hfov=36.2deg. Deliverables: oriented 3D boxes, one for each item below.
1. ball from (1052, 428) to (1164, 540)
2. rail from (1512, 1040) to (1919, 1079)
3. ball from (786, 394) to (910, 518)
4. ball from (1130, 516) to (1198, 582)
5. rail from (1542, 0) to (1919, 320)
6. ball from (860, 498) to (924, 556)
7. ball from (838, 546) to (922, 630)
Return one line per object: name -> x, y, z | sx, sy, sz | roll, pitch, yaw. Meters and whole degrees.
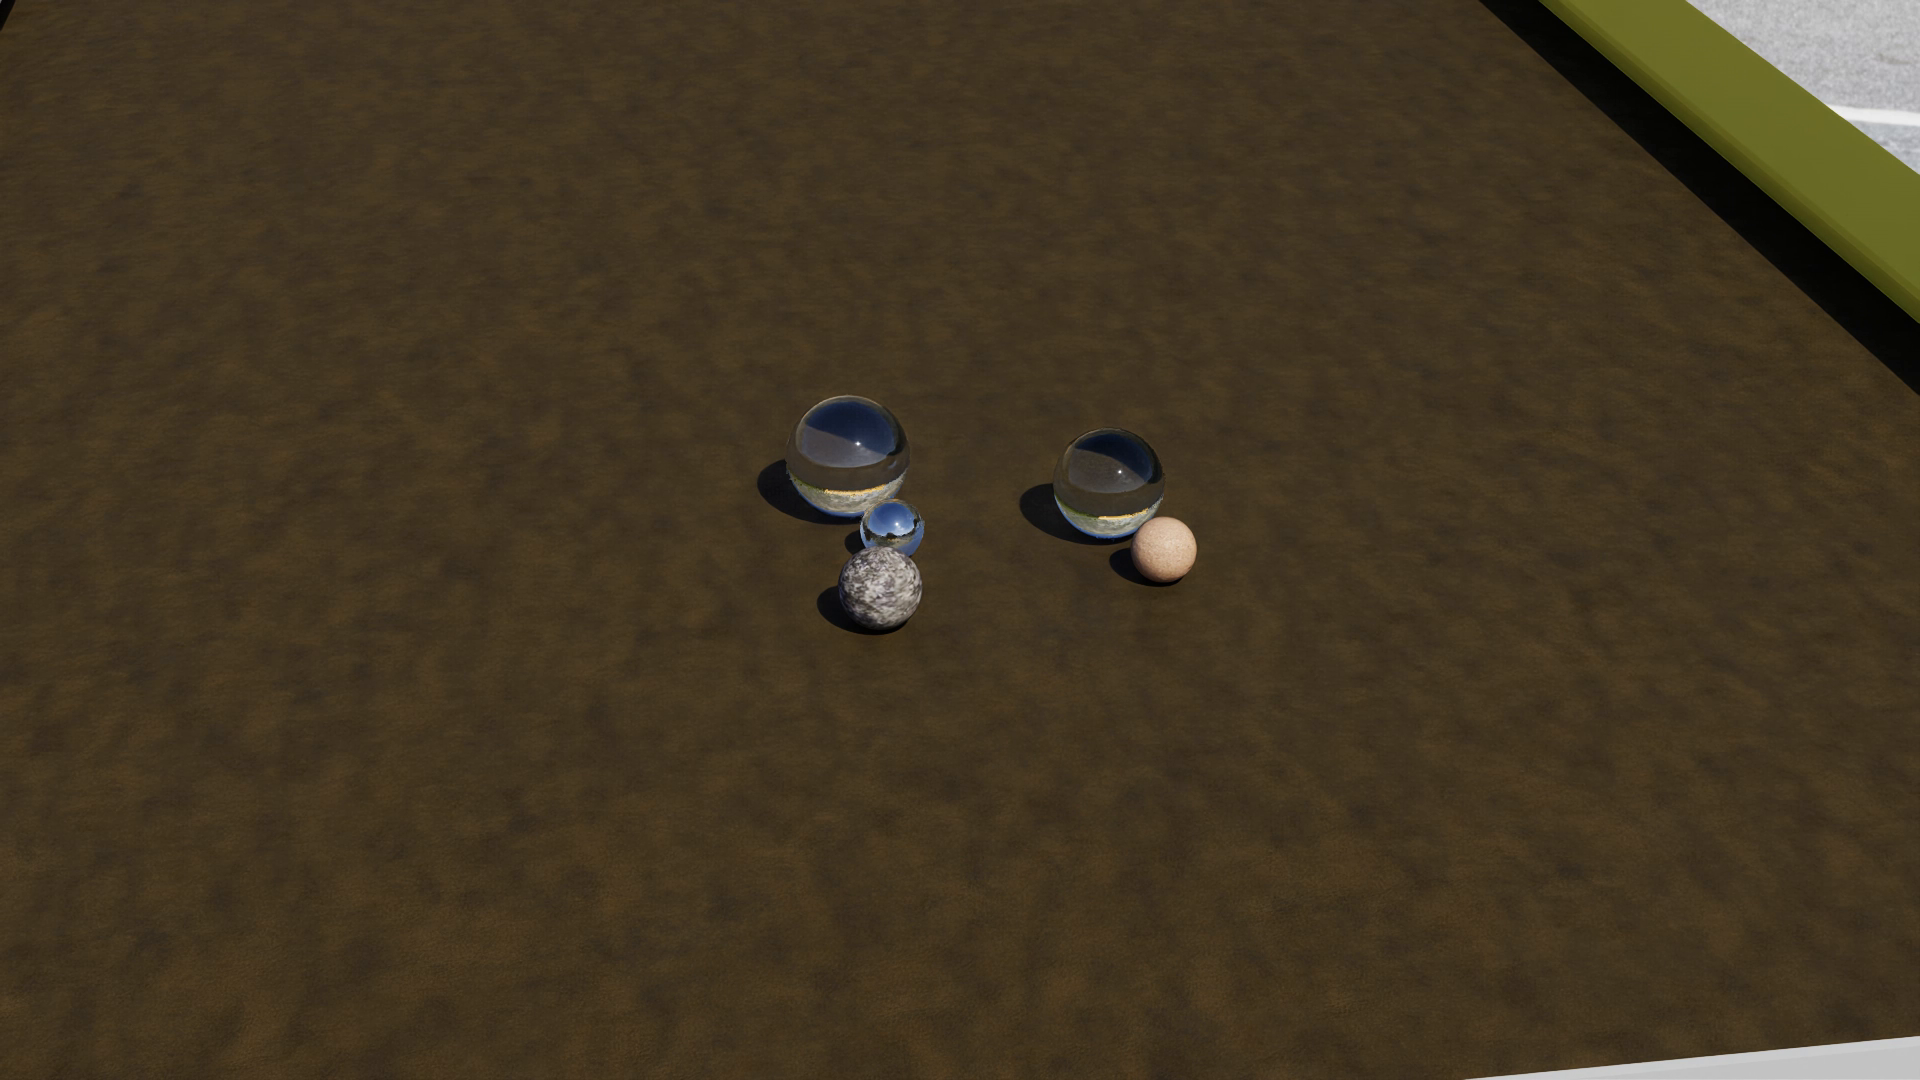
ball -> 0.100, -0.038, 1.987 | 0.076, 0.076, 0.076 | 0, 26, 0
rail -> 0.106, 0.282, 1.300 | 1.652, 0.110, 0.045 | -4, 27, -8
ball -> -0.077, -0.057, 2.015 | 0.085, 0.085, 0.085 | 0, 26, 0
ball -> 0.134, 0.006, 1.933 | 0.044, 0.044, 0.044 | 0, 26, 0
rail -> 0.684, -0.393, 2.662 | 0.045, 0.110, 2.877 | -4, 27, -8
ball -> -0.045, -0.007, 1.961 | 0.042, 0.042, 0.042 | 0, 26, 0
ball -> -0.051, 0.030, 1.873 | 0.054, 0.054, 0.054 | 0, 26, 0
